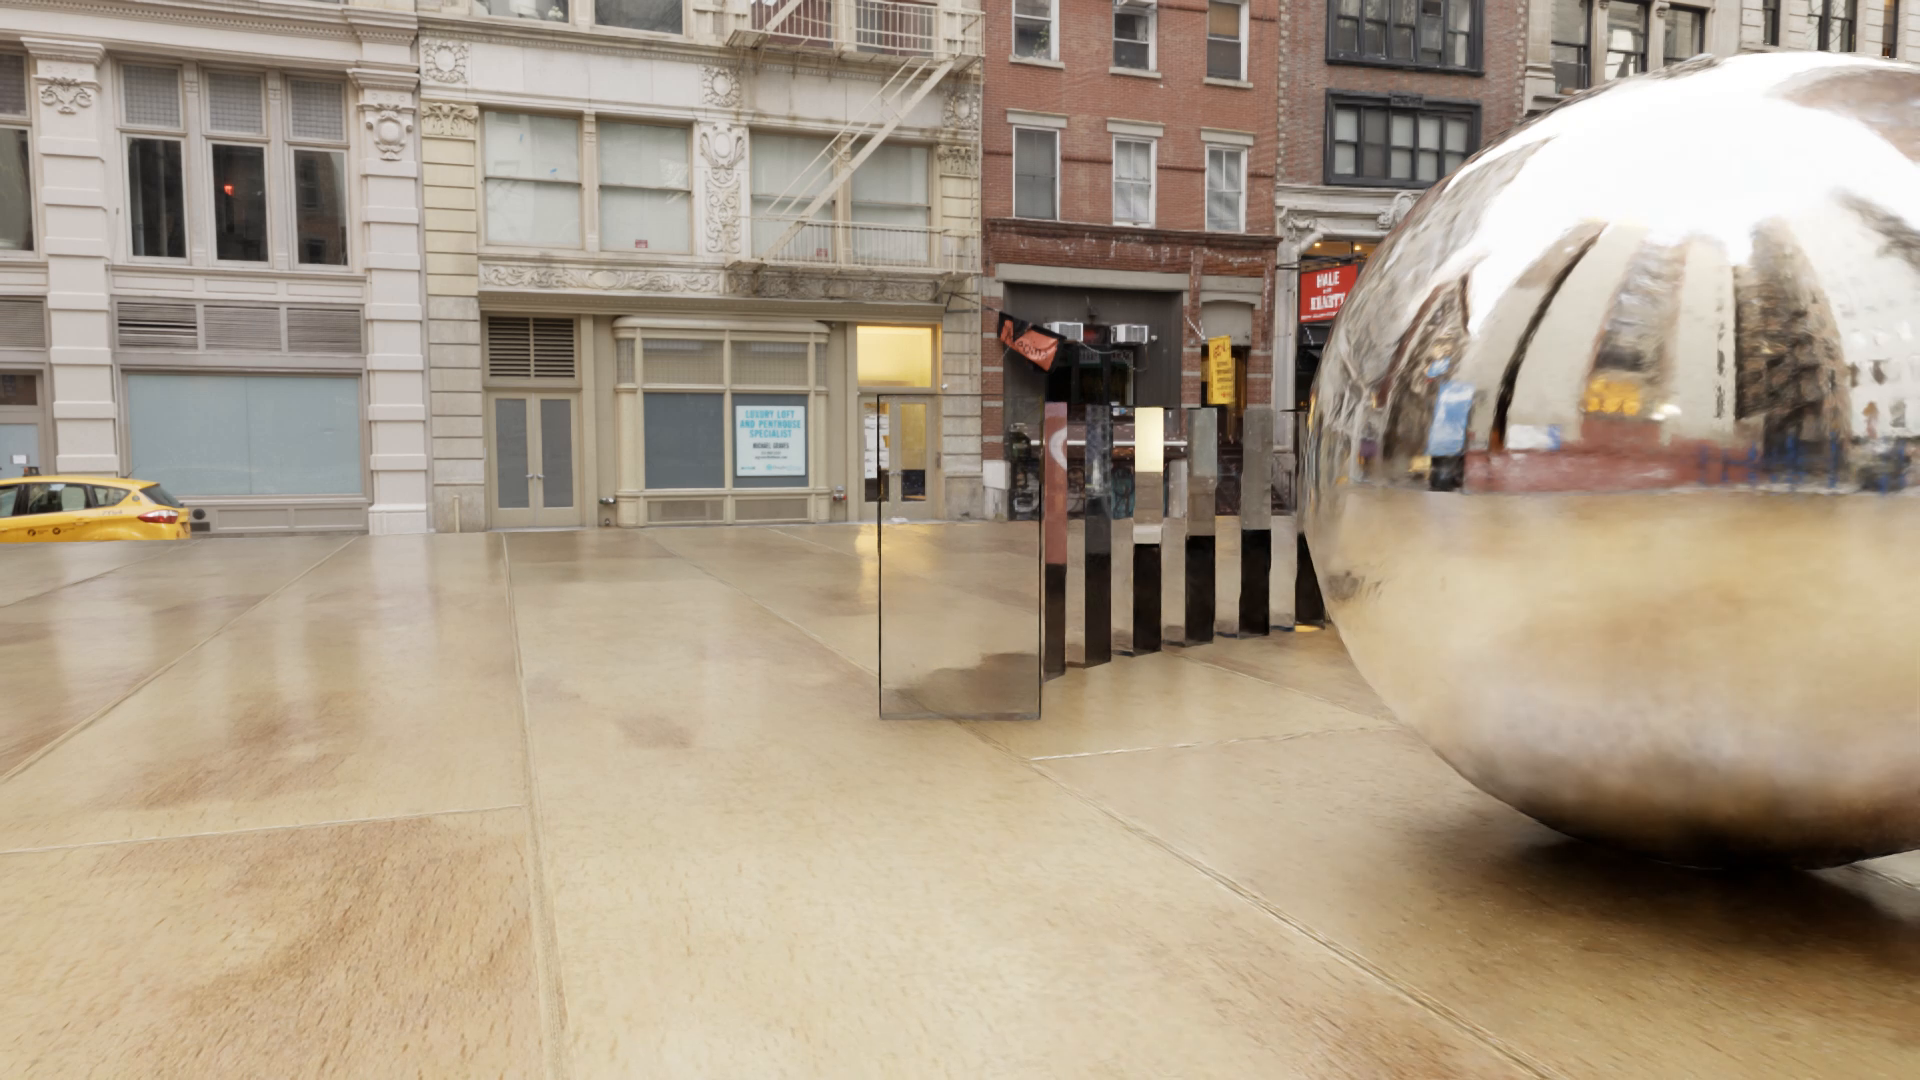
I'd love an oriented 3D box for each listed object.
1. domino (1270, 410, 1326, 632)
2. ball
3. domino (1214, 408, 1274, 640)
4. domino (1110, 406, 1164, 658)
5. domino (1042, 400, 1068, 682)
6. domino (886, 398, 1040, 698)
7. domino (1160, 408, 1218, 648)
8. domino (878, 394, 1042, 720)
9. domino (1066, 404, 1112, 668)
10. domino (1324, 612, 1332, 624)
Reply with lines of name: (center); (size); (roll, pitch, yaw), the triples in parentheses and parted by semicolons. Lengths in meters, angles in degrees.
domino: (0.073, -0.005, 0.301); (0.009, 0.050, 0.025); (-3, 5, -32)
ball: (0.076, -0.007, 0.131); (0.080, 0.080, 0.080); (0, 4, 0)
domino: (0.058, -0.004, 0.291); (0.009, 0.050, 0.025); (-3, 5, -35)
domino: (0.029, -0.002, 0.267); (0.025, 0.050, 0.009); (4, 6, 44)
domino: (0.006, 0.000, 0.237); (0.025, 0.050, 0.009); (2, 5, 28)
domino: (0.001, 0.001, 0.219); (0.025, 0.050, 0.010); (1, 4, 7)
domino: (0.043, -0.003, 0.279); (0.009, 0.050, 0.025); (-4, 6, -40)
domino: (0.000, 0.002, 0.201); (0.025, 0.050, 0.009); (0, 4, 0)
domino: (0.017, -0.001, 0.253); (0.025, 0.050, 0.009); (3, 5, 38)
domino: (0.089, -0.006, 0.310); (0.009, 0.050, 0.025); (-2, 5, -28)
